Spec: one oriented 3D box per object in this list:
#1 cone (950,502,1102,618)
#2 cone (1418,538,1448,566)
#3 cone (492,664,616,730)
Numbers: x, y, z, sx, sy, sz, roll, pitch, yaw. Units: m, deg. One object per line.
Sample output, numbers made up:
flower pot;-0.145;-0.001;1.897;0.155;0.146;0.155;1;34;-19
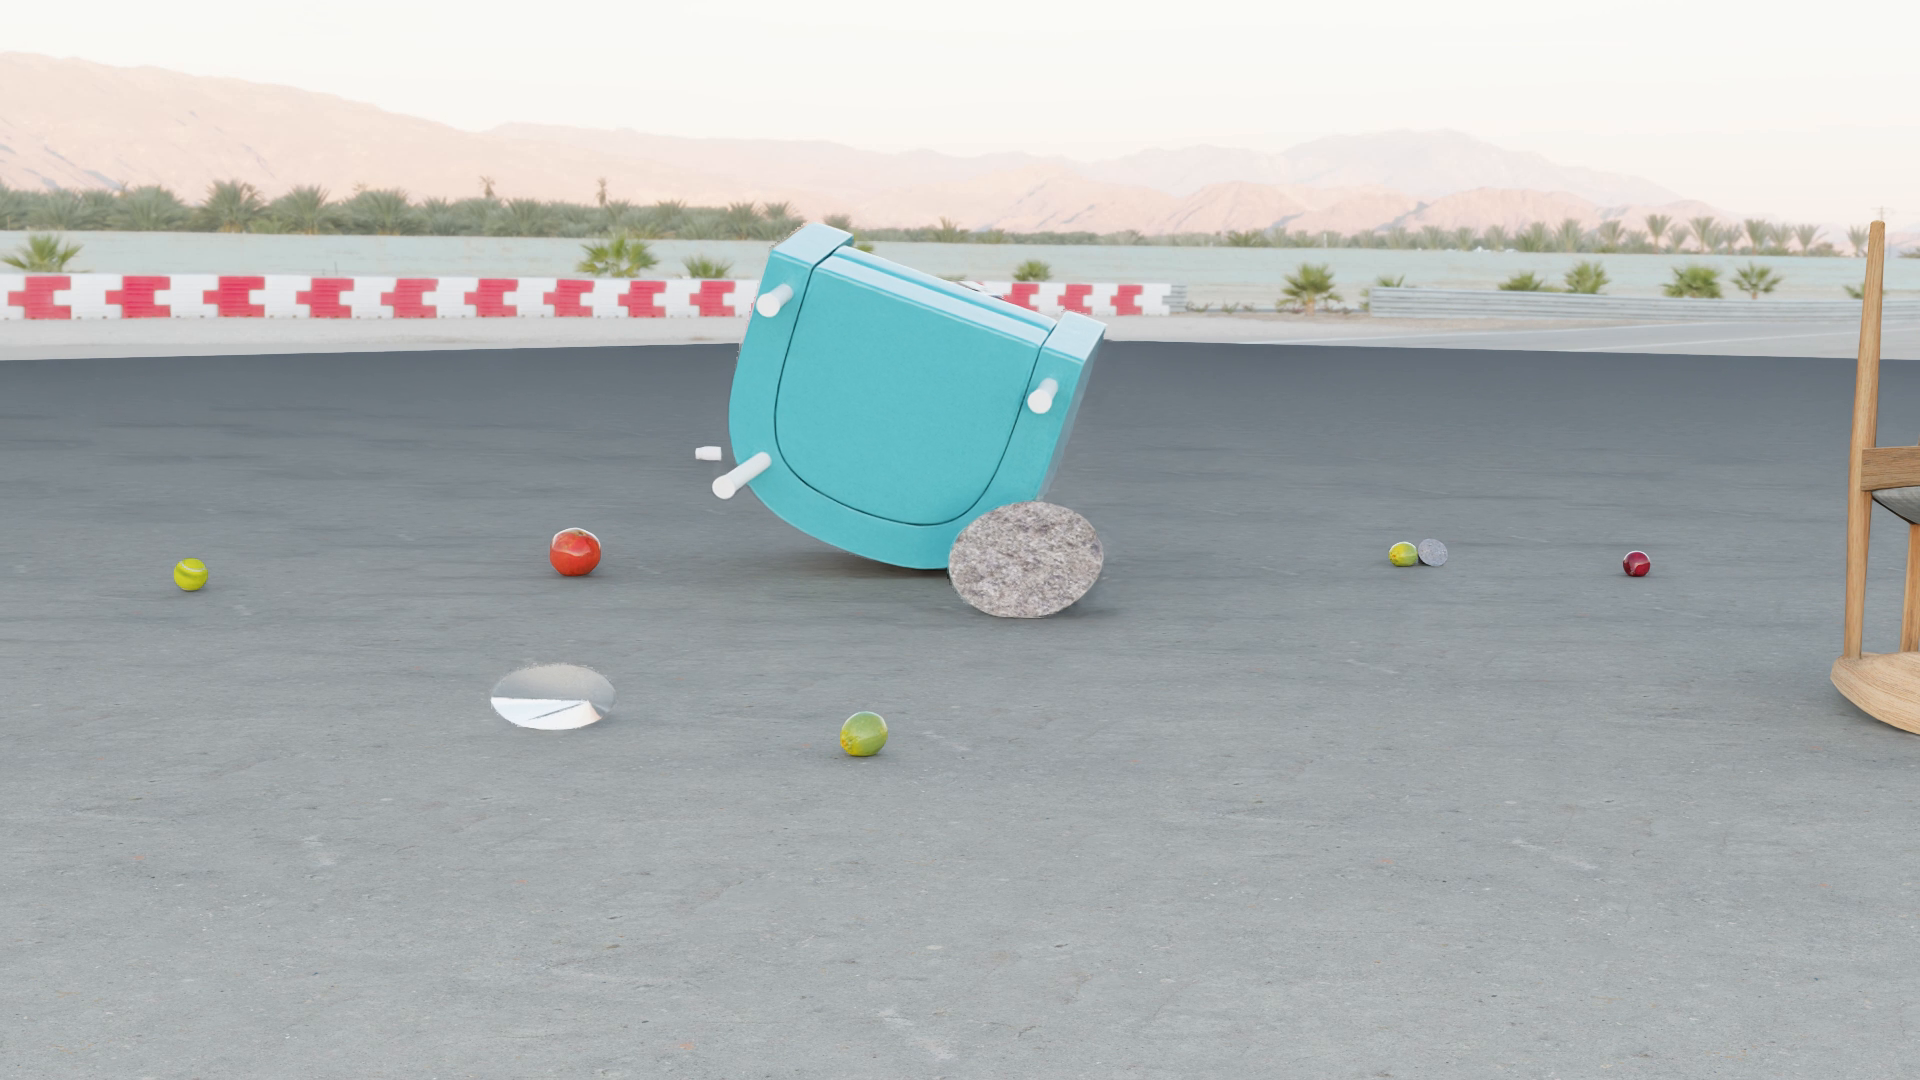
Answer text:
cone;0.131;0.077;5.130;0.300;0.229;0.341;-9;-13;-1
cone;1.066;0.040;5.876;0.080;0.067;0.063;-10;-18;-28
cone;-0.568;0.241;3.848;0.193;0.095;0.228;-1;-6;12
